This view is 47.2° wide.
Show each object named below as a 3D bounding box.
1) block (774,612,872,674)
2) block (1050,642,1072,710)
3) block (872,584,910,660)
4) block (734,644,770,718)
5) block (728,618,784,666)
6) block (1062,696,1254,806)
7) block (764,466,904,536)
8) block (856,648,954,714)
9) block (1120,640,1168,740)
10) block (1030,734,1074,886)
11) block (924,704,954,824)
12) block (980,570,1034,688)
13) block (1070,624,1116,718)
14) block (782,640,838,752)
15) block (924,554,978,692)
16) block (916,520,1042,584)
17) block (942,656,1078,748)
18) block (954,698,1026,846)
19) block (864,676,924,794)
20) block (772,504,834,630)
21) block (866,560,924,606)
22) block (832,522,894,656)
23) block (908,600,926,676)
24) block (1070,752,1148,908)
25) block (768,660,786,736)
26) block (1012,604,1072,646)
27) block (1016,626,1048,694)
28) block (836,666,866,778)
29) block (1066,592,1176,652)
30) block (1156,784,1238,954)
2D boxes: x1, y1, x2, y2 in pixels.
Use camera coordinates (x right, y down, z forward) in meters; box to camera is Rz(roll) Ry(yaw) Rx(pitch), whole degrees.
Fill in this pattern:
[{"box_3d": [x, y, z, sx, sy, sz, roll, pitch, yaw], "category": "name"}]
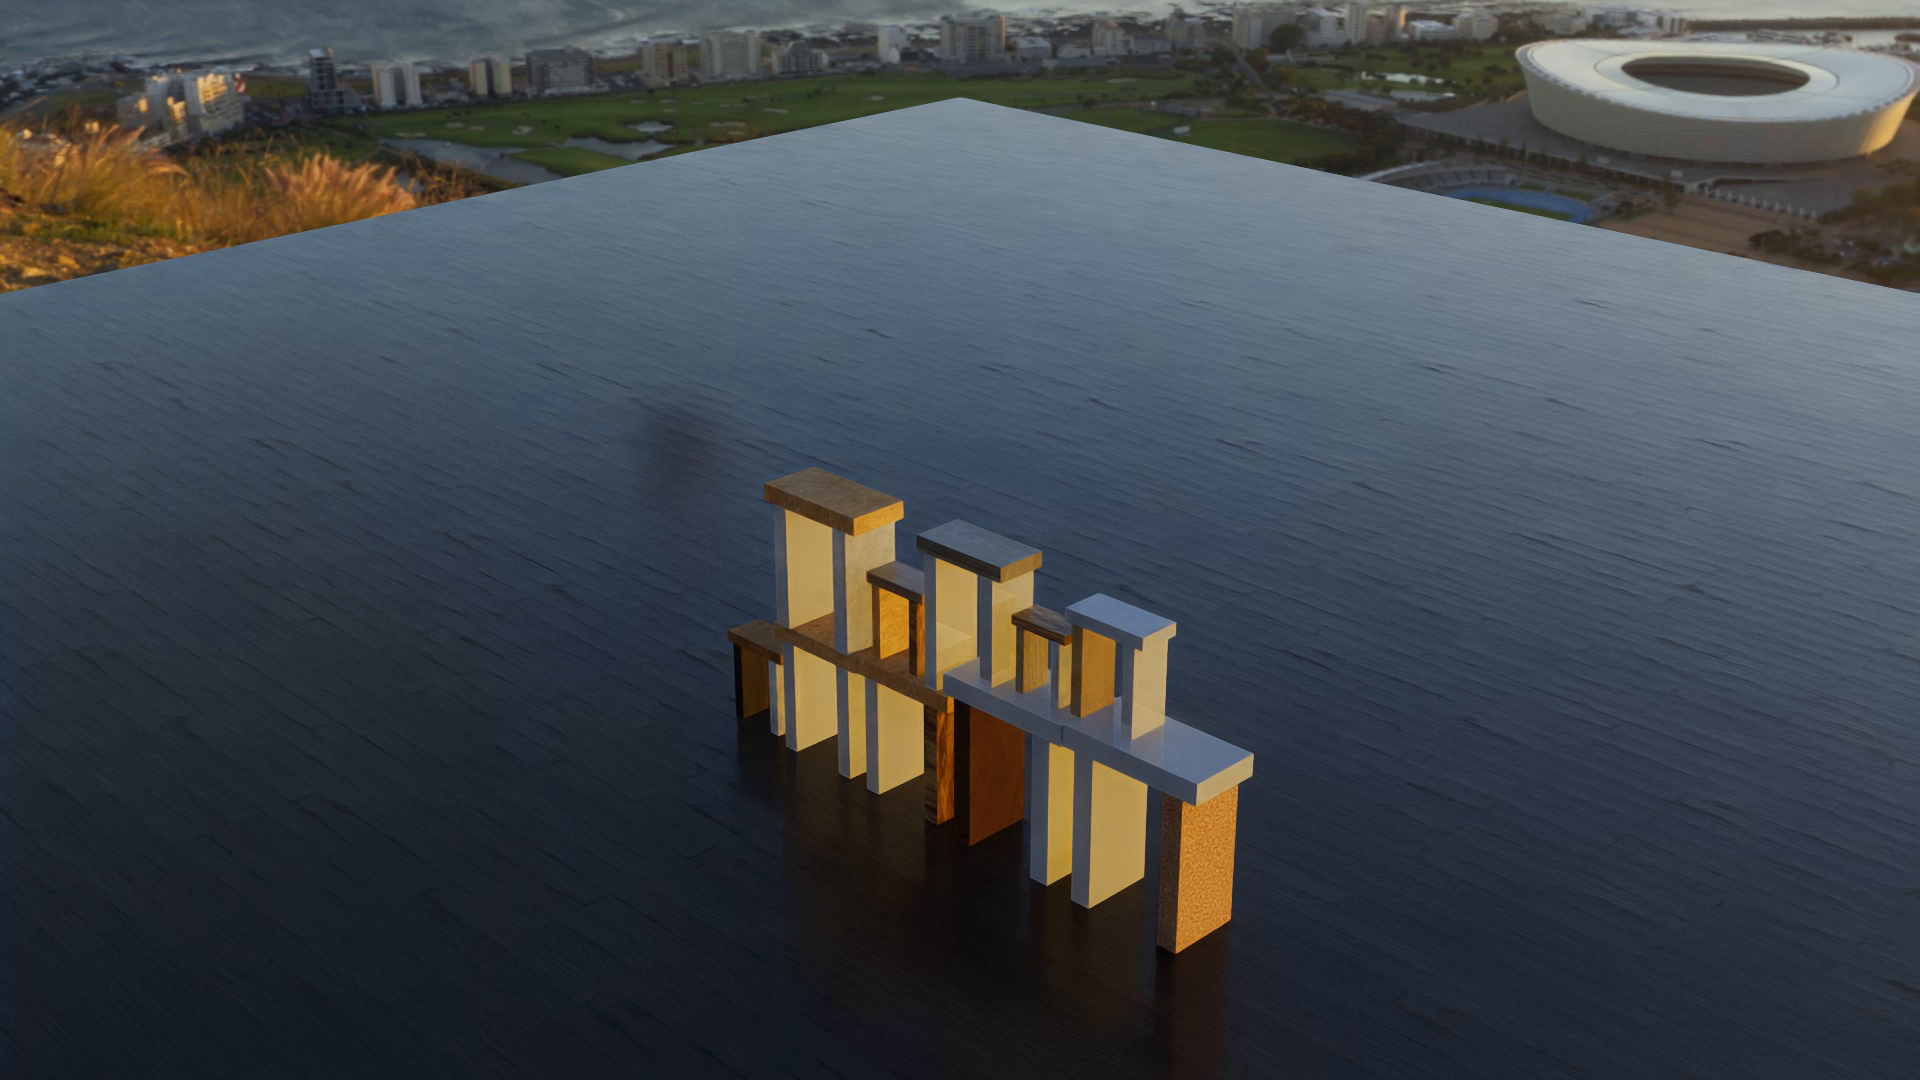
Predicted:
[{"box_3d": [-0.257, 0.205, 4.587, 0.252, 0.036, 0.126, 21, 31, 41], "category": "block"}, {"box_3d": [0.200, 0.242, 4.106, 0.019, 0.136, 0.068, 21, 31, 41], "category": "block"}, {"box_3d": [-0.140, 0.154, 4.438, 0.023, 0.160, 0.080, 21, 31, 41], "category": "block"}, {"box_3d": [-0.453, 0.296, 4.838, 0.025, 0.176, 0.088, 21, 31, 41], "category": "block"}, {"box_3d": [-0.412, 0.220, 4.761, 0.175, 0.025, 0.088, 21, 31, 41], "category": "block"}, {"box_3d": [0.357, 0.381, 3.992, 0.318, 0.045, 0.159, 21, 31, 41], "category": "block"}, {"box_3d": [-0.258, -0.080, 4.470, 0.271, 0.038, 0.135, 21, 31, 40], "category": "block"}, {"box_3d": [-0.073, 0.271, 4.415, 0.258, 0.037, 0.129, 21, 31, 41], "category": "block"}, {"box_3d": [0.333, 0.262, 3.980, 0.026, 0.185, 0.092, 21, 31, 41], "category": "block"}, {"box_3d": [0.205, 0.491, 4.206, 0.044, 0.311, 0.156, 21, 31, 41], "category": "block"}, {"box_3d": [-0.012, 0.430, 4.416, 0.037, 0.258, 0.129, 21, 31, 41], "category": "block"}, {"box_3d": [0.089, 0.159, 4.188, 0.032, 0.225, 0.113, 21, 31, 41], "category": "block"}, {"box_3d": [0.246, 0.228, 4.060, 0.026, 0.185, 0.092, 21, 31, 41], "category": "block"}, {"box_3d": [-0.316, 0.314, 4.698, 0.036, 0.252, 0.126, 21, 31, 41], "category": "block"}, {"box_3d": [-0.017, 0.145, 4.298, 0.032, 0.286, 0.112, 21, 31, 41], "category": "block"}, {"box_3d": [0.036, 0.020, 4.187, 0.225, 0.032, 0.112, 21, 31, 41], "category": "block"}, {"box_3d": [0.132, 0.298, 4.204, 0.311, 0.044, 0.156, 21, 31, 41], "category": "block"}, {"box_3d": [0.059, 0.433, 4.341, 0.044, 0.311, 0.156, 21, 31, 41], "category": "block"}, {"box_3d": [-0.134, 0.383, 4.528, 0.037, 0.258, 0.129, 21, 31, 41], "category": "block"}, {"box_3d": [-0.322, 0.038, 4.588, 0.038, 0.271, 0.135, 21, 31, 41], "category": "block"}, {"box_3d": [-0.102, 0.084, 4.368, 0.160, 0.023, 0.080, 21, 31, 41], "category": "block"}, {"box_3d": [-0.194, 0.088, 4.471, 0.038, 0.271, 0.135, 21, 31, 41], "category": "block"}, {"box_3d": [-0.064, 0.183, 4.369, 0.023, 0.160, 0.080, 21, 31, 41], "category": "block"}, {"box_3d": [0.282, 0.518, 4.132, 0.045, 0.318, 0.159, 21, 31, 41], "category": "block"}, {"box_3d": [-0.371, 0.328, 4.762, 0.025, 0.175, 0.088, 21, 31, 41], "category": "block"}, {"box_3d": [0.169, 0.158, 4.105, 0.068, 0.019, 0.136, -21, 31, -41], "category": "block"}, {"box_3d": [0.136, 0.217, 4.165, 0.019, 0.136, 0.068, 21, 31, 41], "category": "block"}, {"box_3d": [-0.197, 0.360, 4.589, 0.036, 0.252, 0.126, 21, 31, 41], "category": "block"}, {"box_3d": [0.290, 0.148, 3.979, 0.184, 0.026, 0.092, 21, 31, 40], "category": "block"}, {"box_3d": [0.432, 0.577, 3.994, 0.045, 0.318, 0.159, 21, 31, 41], "category": "block"}]
